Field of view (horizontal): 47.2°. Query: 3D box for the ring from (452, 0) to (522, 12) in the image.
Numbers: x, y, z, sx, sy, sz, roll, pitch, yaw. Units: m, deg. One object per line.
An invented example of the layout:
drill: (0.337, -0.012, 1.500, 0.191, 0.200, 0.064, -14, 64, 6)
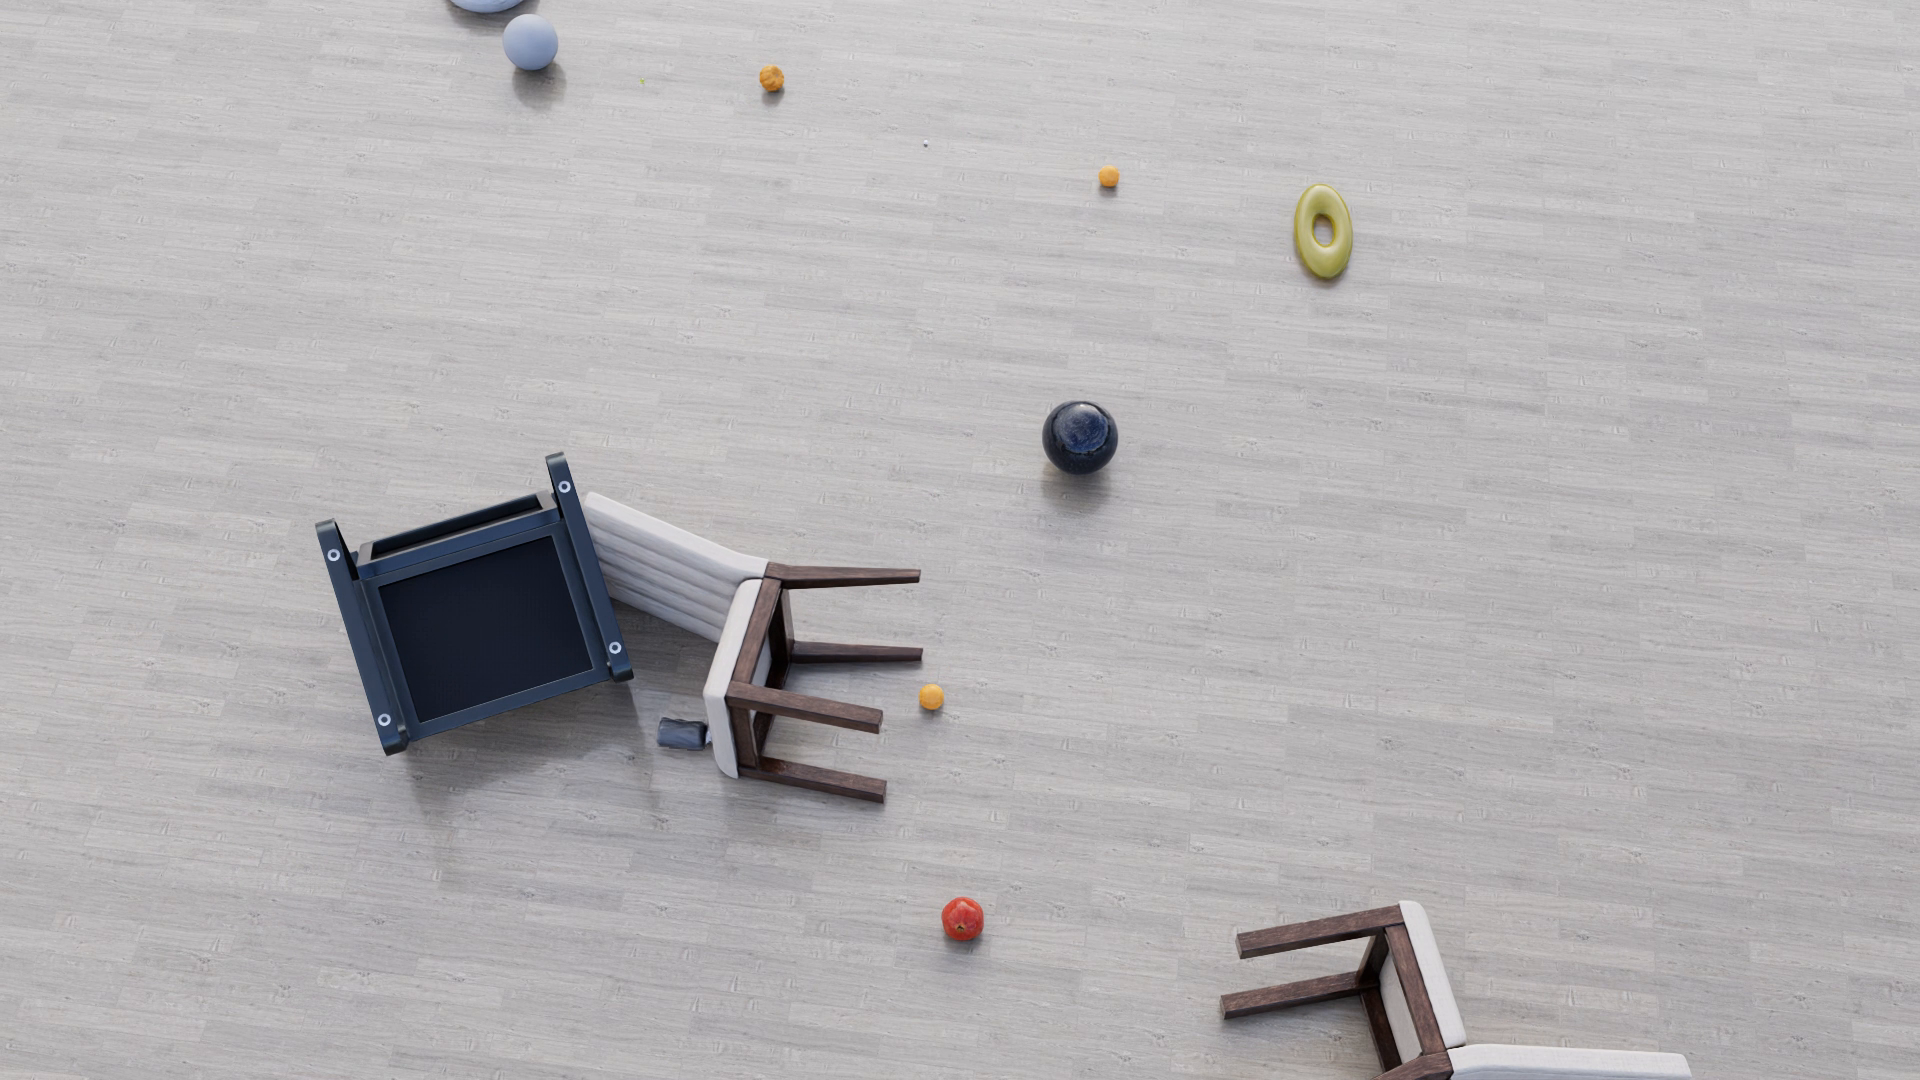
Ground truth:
ring: (-1.690, -2.035, 7.876, 0.353, 0.106, 0.387, -7, 56, -6)

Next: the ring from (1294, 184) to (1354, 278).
ring: (1.194, -1.017, 7.225, 0.193, 0.053, 0.412, 1, 57, 2)

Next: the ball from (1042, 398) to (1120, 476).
ball: (0.363, -0.311, 6.642, 0.234, 0.234, 0.234, 0, 56, 0)

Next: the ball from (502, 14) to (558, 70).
ball: (-1.487, -1.724, 7.616, 0.191, 0.191, 0.191, 0, 56, 0)
